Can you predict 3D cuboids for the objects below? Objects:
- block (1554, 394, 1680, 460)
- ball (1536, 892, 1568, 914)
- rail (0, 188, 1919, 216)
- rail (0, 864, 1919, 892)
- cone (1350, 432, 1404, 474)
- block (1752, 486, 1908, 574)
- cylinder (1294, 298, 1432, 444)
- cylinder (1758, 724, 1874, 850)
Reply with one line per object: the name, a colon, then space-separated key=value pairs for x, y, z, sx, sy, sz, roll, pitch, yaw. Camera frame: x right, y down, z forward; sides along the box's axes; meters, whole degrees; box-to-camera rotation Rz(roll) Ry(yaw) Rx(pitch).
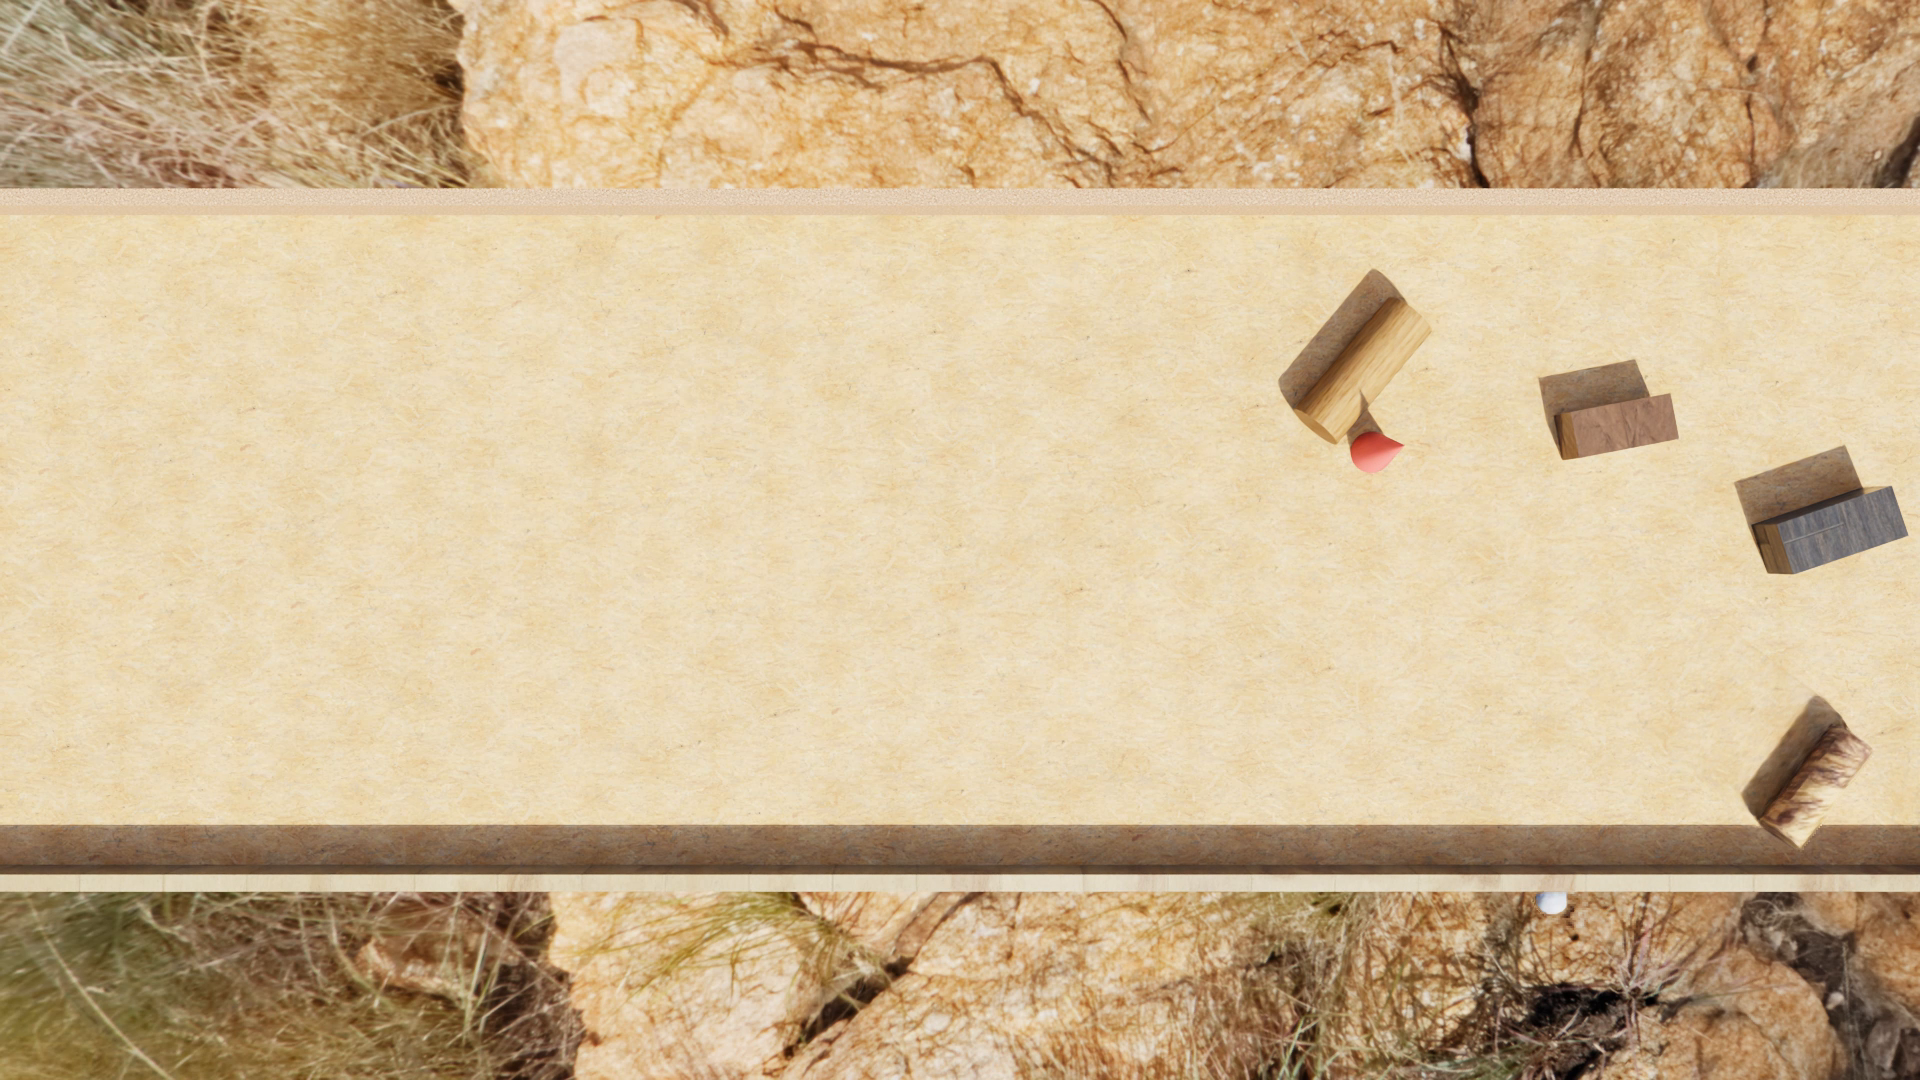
block: x=1.990 y=-0.343 z=5.006 sx=0.305 sy=0.141 sz=0.141 roll=-11 pitch=90 yaw=0
ball: x=7.237 y=4.393 z=20.192 sx=0.374 sy=0.374 sz=0.374 roll=0 pitch=90 yaw=0
rail: x=-2.247 y=-1.025 z=5.002 sx=12.000 sy=0.150 sz=0.050 roll=0 pitch=90 yaw=0
rail: x=-2.247 y=1.025 z=5.001 sx=12.000 sy=0.150 sz=0.050 roll=0 pitch=90 yaw=0
cone: x=1.266 y=-0.270 z=4.884 sx=0.128 sy=0.384 sz=0.128 roll=0 pitch=90 yaw=0
block: x=2.632 y=-0.030 z=4.997 sx=0.363 sy=0.159 sz=0.159 roll=-19 pitch=90 yaw=0
cylinder: x=1.218 y=-0.511 z=4.993 sx=0.166 sy=0.166 sz=0.442 roll=40 pitch=90 yaw=0
cylinder: x=2.597 y=0.750 z=5.008 sx=0.136 sy=0.136 sz=0.367 roll=37 pitch=90 yaw=0
